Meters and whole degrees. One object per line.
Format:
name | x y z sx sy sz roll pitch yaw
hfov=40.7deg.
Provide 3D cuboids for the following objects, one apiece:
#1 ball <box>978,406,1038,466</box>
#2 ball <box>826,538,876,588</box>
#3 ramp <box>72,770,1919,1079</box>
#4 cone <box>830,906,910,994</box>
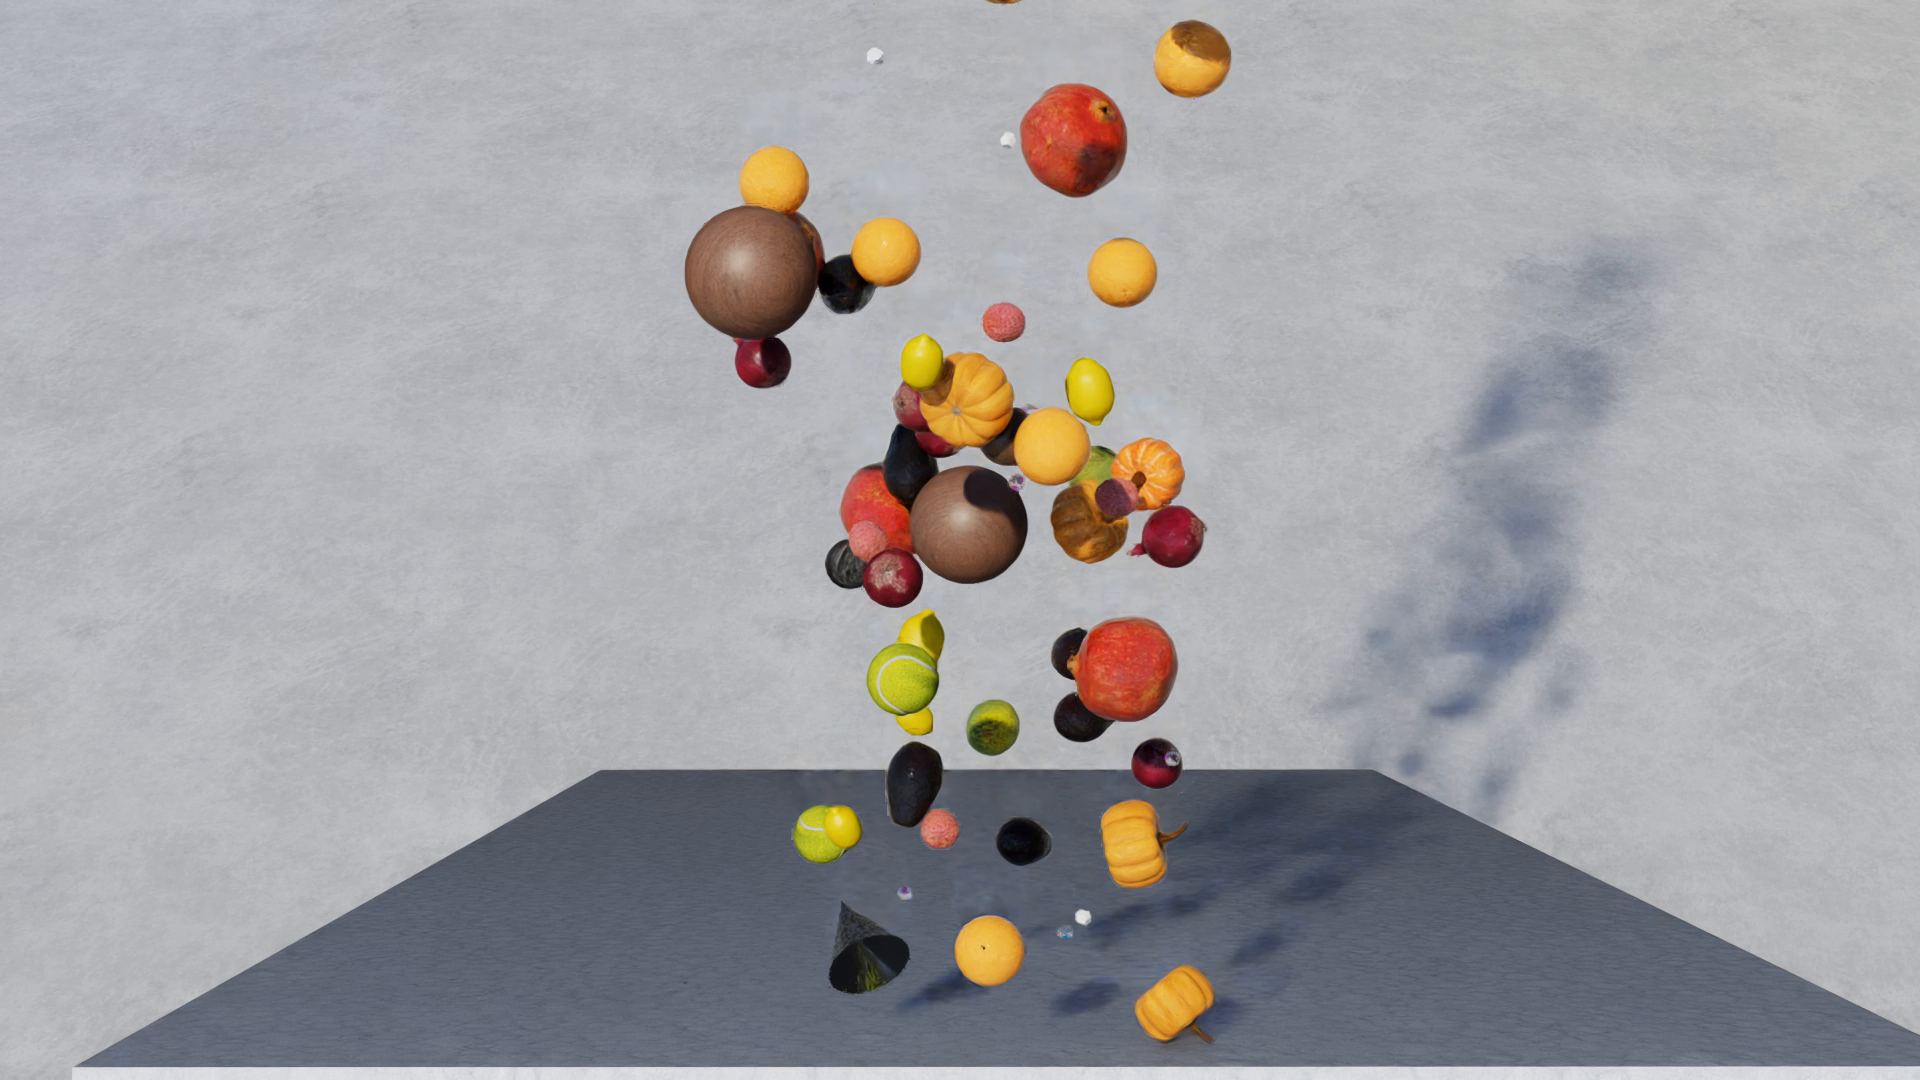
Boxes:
ball | 0.046 -0.100 2.501 0.058 0.058 0.058 0 32 0
ball | -0.121 0.027 2.873 0.055 0.055 0.055 0 32 0
ramp | 0.071 0.623 4.709 2.000 0.100 4.000 0 -1 0
cone | -0.116 0.437 2.877 0.094 0.094 0.094 -12 37 -19
